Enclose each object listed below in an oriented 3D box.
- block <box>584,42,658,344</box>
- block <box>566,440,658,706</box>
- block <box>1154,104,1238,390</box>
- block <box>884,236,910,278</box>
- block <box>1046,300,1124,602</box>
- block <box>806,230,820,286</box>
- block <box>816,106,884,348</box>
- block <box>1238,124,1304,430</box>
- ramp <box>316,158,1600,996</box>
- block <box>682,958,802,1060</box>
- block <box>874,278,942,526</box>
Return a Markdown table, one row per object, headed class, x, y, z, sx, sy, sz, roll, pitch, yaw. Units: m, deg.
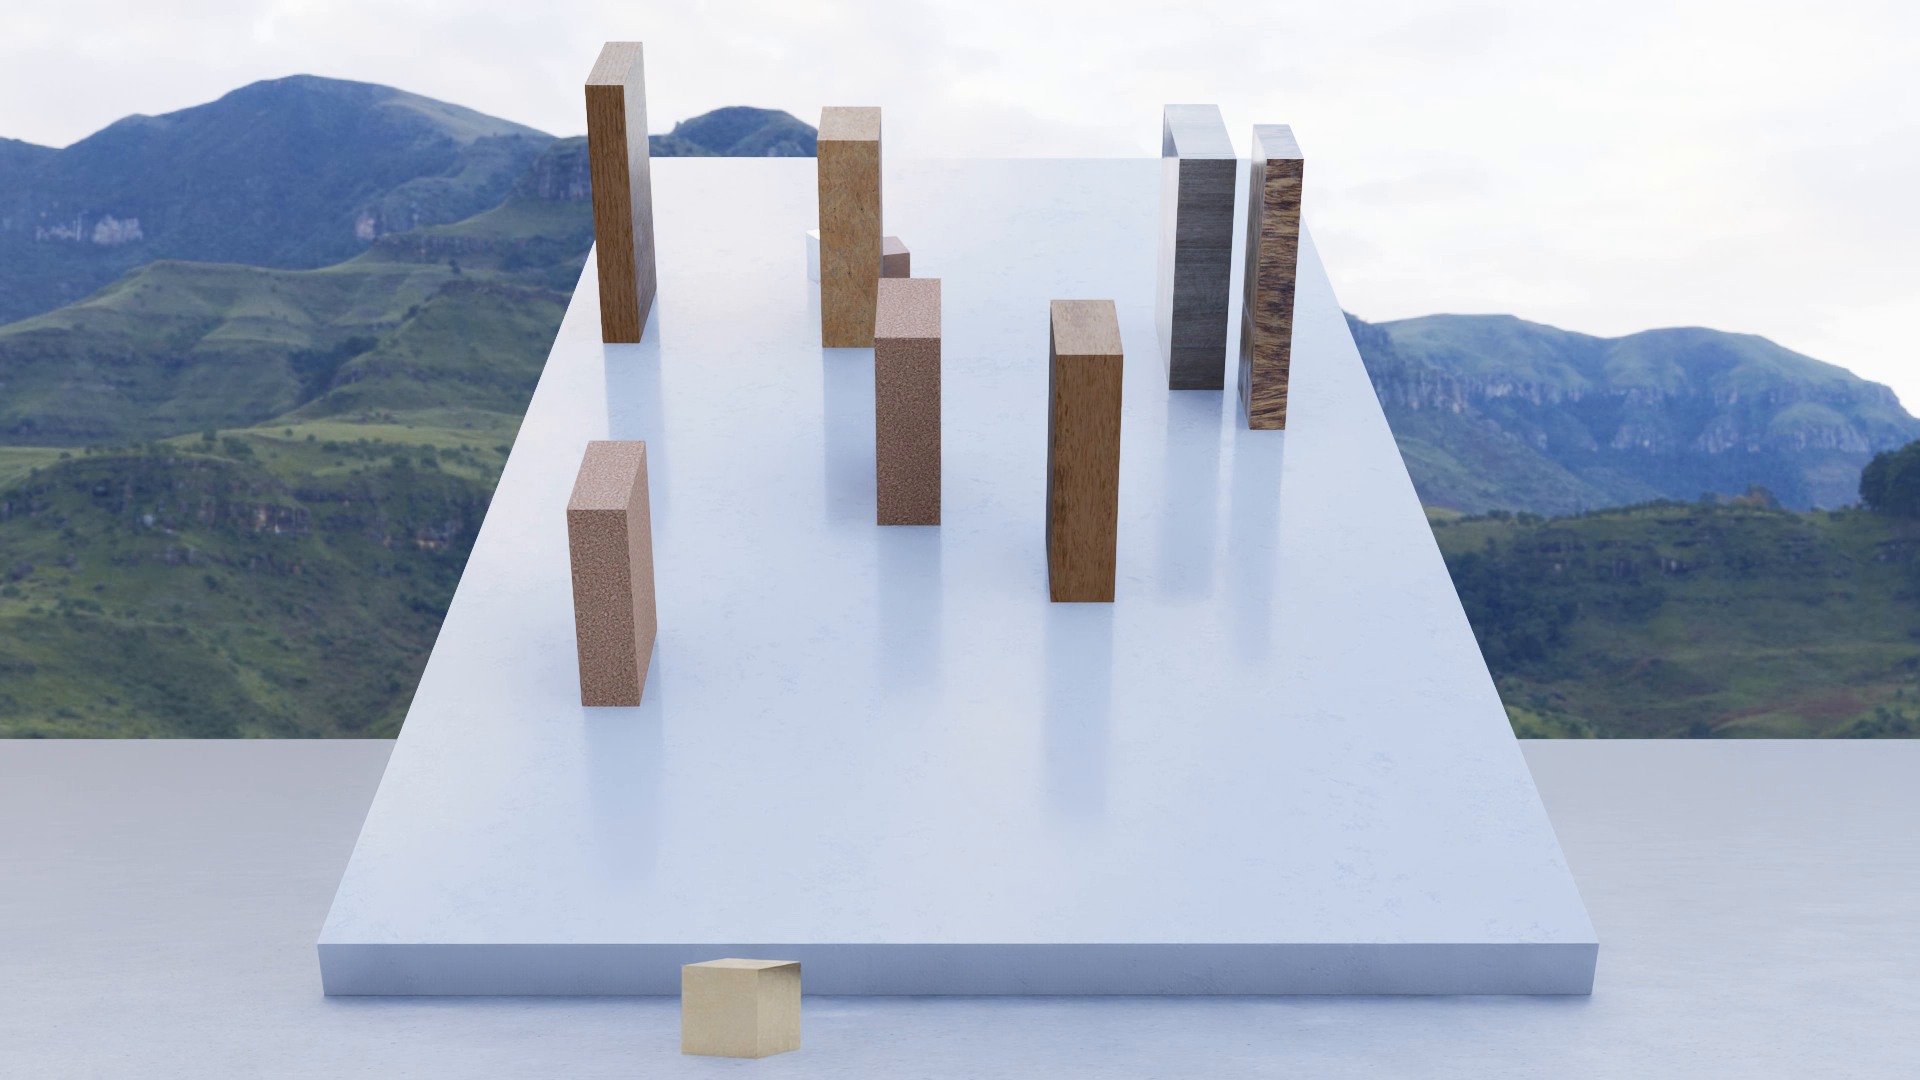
| class | x | y | z | sx | sy | sz | roll | pitch | yaw |
| --- | --- | --- | --- | --- | --- | --- | --- | --- | --- |
| block | -0.846 | -0.873 | 5.934 | 0.093 | 0.658 | 0.394 | 0 | 27 | 0 |
| block | -0.639 | 0.059 | 4.372 | 0.106 | 0.401 | 0.294 | 0 | 27 | 0 |
| block | 0.564 | -0.712 | 5.718 | 0.132 | 0.572 | 0.438 | 0 | 27 | 0 |
| block | -0.212 | -0.703 | 6.181 | 0.134 | 0.134 | 0.134 | -7 | 28 | -14 |
| block | 0.243 | -0.177 | 4.703 | 0.127 | 0.530 | 0.288 | 0 | 27 | 0 |
| block | -0.319 | -0.749 | 6.278 | 0.129 | 0.129 | 0.129 | -15 | 31 | -28 |
| block | -0.269 | -0.779 | 5.891 | 0.147 | 0.532 | 0.283 | 0 | 27 | 0 |
| block | 0.707 | -0.600 | 5.415 | 0.082 | 0.646 | 0.260 | 0 | 27 | 0 |
| ramp | -0.010 | -0.227 | 5.500 | 2.000 | 0.100 | 4.000 | 0 | 27 | 0 |
| block | -0.284 | 0.608 | 3.080 | 0.113 | 0.113 | 0.113 | -2 | -5 | 25 |
| block | -0.108 | -0.298 | 5.056 | 0.134 | 0.426 | 0.344 | 0 | 27 | 0 |
